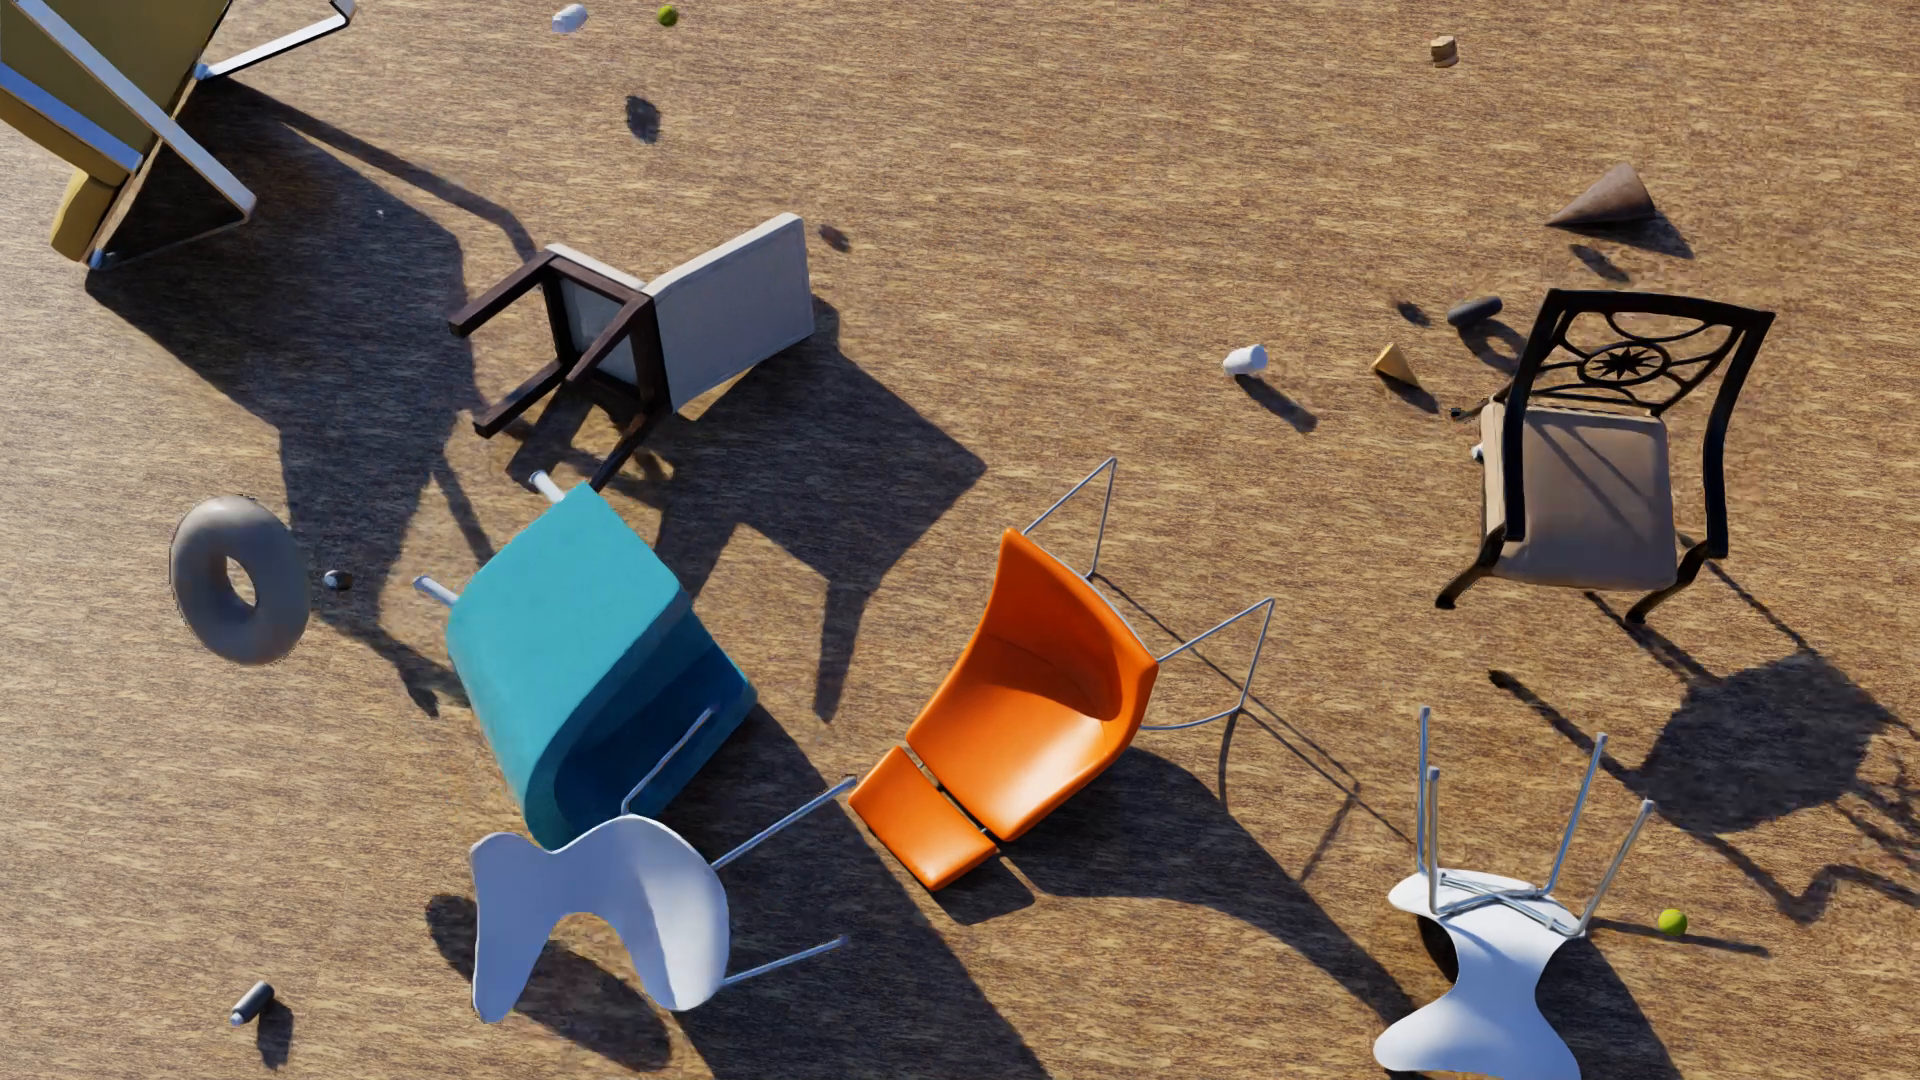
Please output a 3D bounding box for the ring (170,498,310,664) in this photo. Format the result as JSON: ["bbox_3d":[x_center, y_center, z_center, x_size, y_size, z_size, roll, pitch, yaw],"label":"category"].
[{"bbox_3d":[-1.881,0.110,5.753,0.385,0.479,0.154,9,26,17],"label":"ring"}]

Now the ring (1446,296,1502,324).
[{"bbox_3d":[1.633,-0.727,6.979,0.184,0.155,0.055,-16,87,-11],"label":"ring"}]

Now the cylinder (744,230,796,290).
[{"bbox_3d":[-0.610,-0.896,7.043,0.104,0.167,0.117,-21,26,34],"label":"cylinder"}]

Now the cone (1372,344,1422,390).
[{"bbox_3d":[1.387,-0.525,6.890,0.169,0.128,0.089,40,70,0],"label":"cone"}]

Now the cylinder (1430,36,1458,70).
[{"bbox_3d":[1.574,-1.586,7.151,0.081,0.095,0.044,-16,47,13],"label":"cylinder"}]

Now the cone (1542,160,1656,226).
[{"bbox_3d":[2.083,-1.097,7.271,0.337,0.132,0.260,-20,55,0],"label":"cone"}]
